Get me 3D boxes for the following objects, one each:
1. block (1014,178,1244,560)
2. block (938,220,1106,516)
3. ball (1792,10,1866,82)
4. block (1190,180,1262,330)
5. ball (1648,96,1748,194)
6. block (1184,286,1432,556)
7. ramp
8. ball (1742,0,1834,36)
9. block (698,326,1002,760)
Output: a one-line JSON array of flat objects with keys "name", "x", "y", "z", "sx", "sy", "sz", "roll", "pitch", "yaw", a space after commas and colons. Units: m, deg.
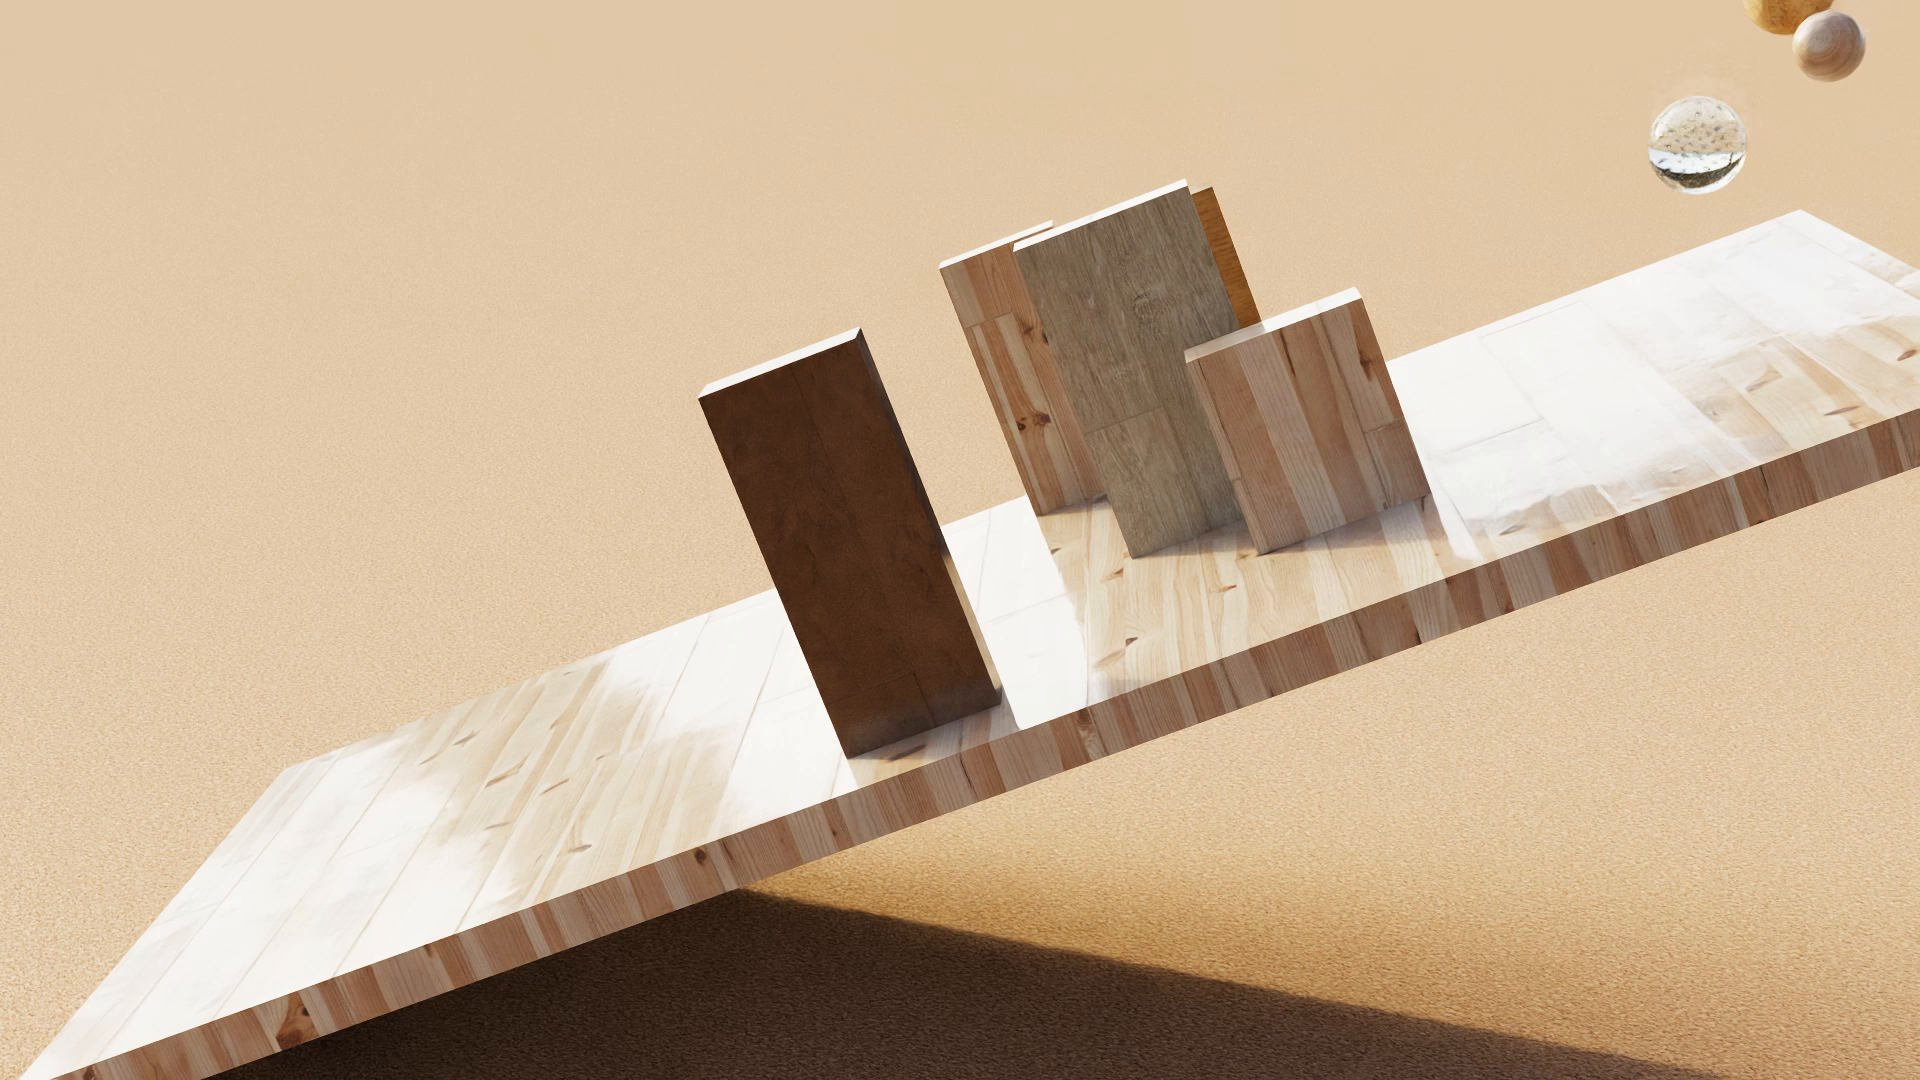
[{"name": "block", "x": 0.417, "y": -0.356, "z": 6.175, "sx": 0.381, "sy": 0.700, "sz": 0.121, "roll": -20, "pitch": 12, "yaw": 7}, {"name": "block", "x": 0.198, "y": -0.403, "z": 6.939, "sx": 0.281, "sy": 0.634, "sz": 0.107, "roll": -20, "pitch": 12, "yaw": 7}, {"name": "ball", "x": 1.679, "y": -0.954, "z": 5.684, "sx": 0.138, "sy": 0.138, "sz": 0.138, "roll": 0, "pitch": 13, "yaw": 0}, {"name": "block", "x": 0.548, "y": -0.441, "z": 6.465, "sx": 0.243, "sy": 0.642, "sz": 0.126, "roll": -20, "pitch": 12, "yaw": 7}, {"name": "ball", "x": 1.457, "y": -0.779, "z": 5.812, "sx": 0.193, "sy": 0.193, "sz": 0.193, "roll": 0, "pitch": 13, "yaw": 0}, {"name": "block", "x": 0.690, "y": -0.237, "z": 5.851, "sx": 0.363, "sy": 0.416, "sz": 0.141, "roll": -20, "pitch": 12, "yaw": 7}, {"name": "ramp", "x": 0.120, "y": 0.175, "z": 6.293, "sx": 4.000, "sy": 0.100, "sz": 2.000, "roll": -20, "pitch": 12, "yaw": 7}, {"name": "ball", "x": 1.705, "y": -1.135, "z": 6.058, "sx": 0.189, "sy": 0.189, "sz": 0.189, "roll": 0, "pitch": 13, "yaw": 0}, {"name": "block", "x": -0.200, "y": 0.008, "z": 5.532, "sx": 0.312, "sy": 0.743, "sz": 0.135, "roll": -20, "pitch": 12, "yaw": 7}]
